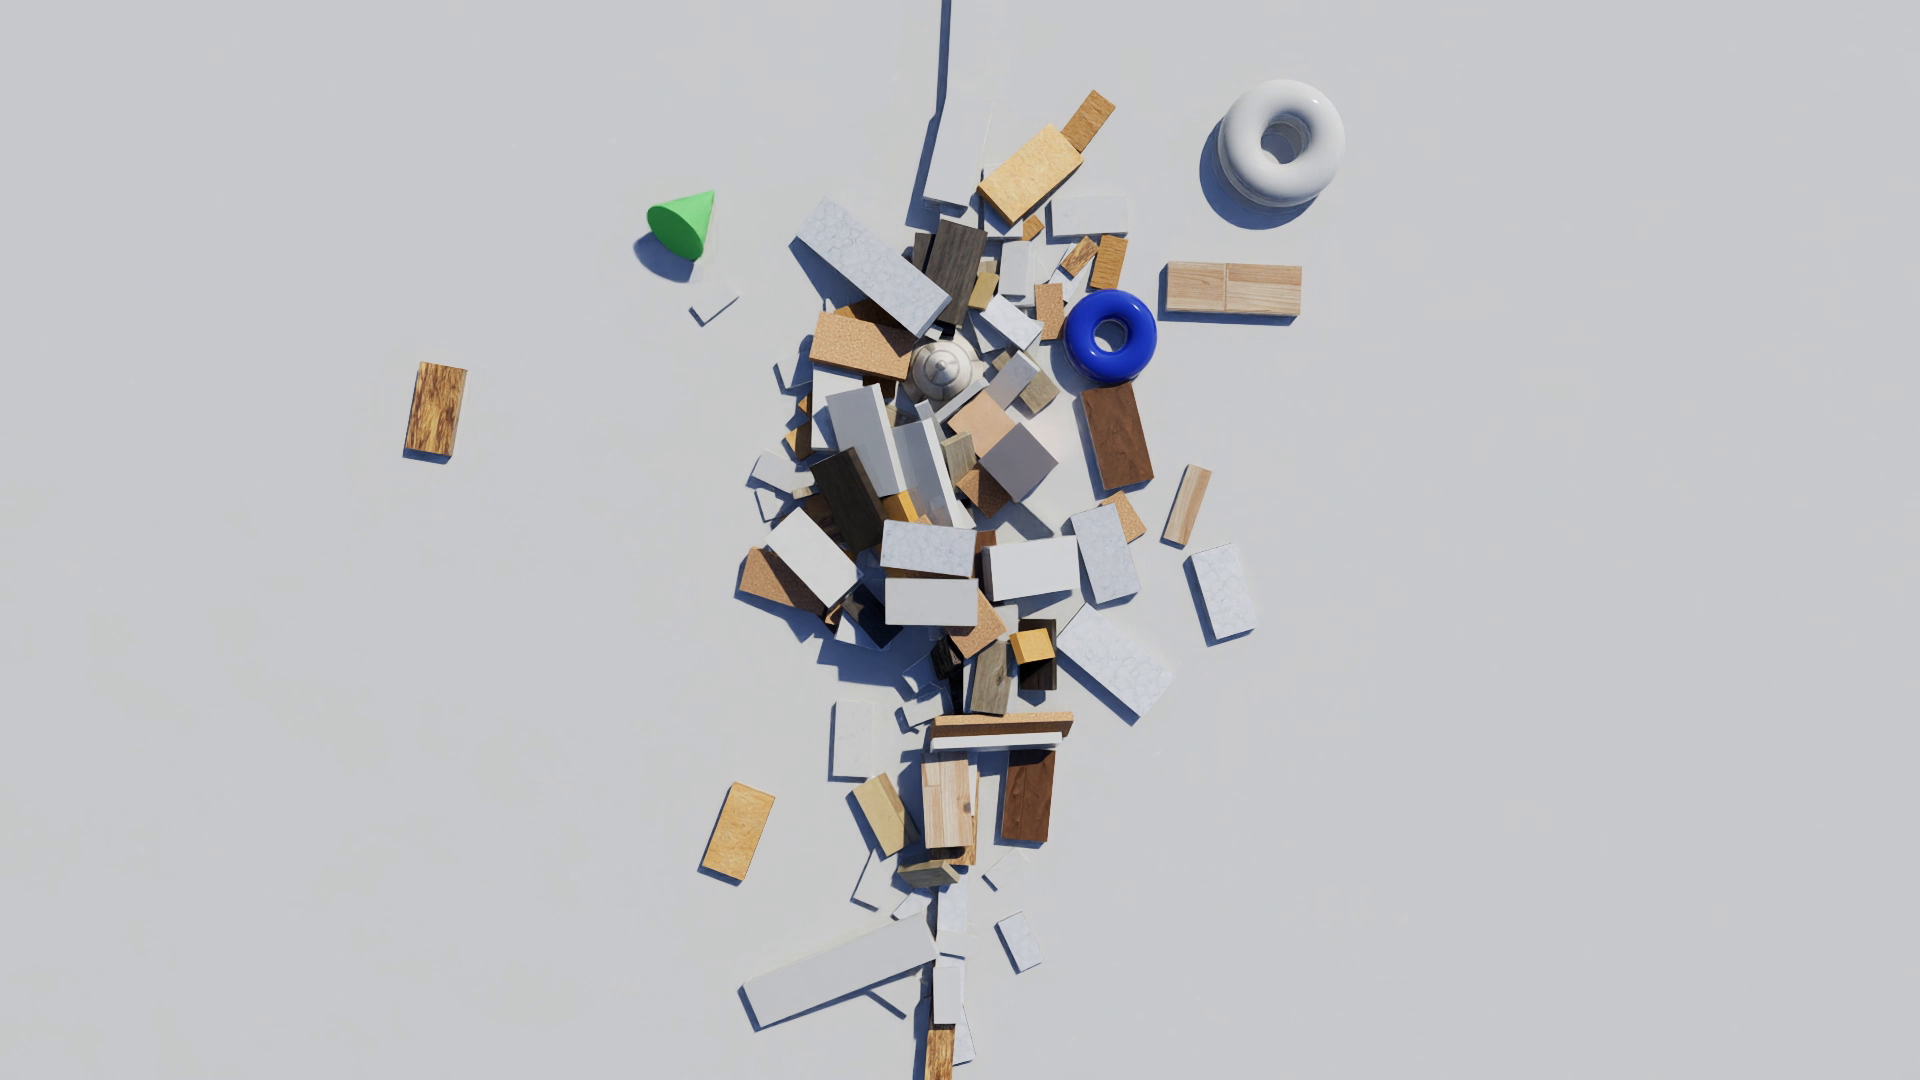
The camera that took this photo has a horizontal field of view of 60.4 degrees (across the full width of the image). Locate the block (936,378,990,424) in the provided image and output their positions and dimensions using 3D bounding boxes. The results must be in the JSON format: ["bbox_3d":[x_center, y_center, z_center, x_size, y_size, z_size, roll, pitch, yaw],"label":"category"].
[{"bbox_3d":[-0.068,-0.399,5.395,0.382,0.111,0.031,-38,90,16],"label":"block"}]

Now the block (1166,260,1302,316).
[{"bbox_3d":[0.908,-0.835,5.477,0.440,0.046,0.161,2,90,0],"label":"block"}]

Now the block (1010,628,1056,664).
[{"bbox_3d":[0.234,0.344,5.338,0.028,0.199,0.099,-23,80,30],"label":"block"}]

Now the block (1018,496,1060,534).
[{"bbox_3d":[0.263,-0.084,5.460,0.161,0.081,0.023,43,90,0],"label":"block"}]

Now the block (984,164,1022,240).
[{"bbox_3d":[0.143,-1.120,5.463,0.126,0.036,0.251,-1,81,0],"label":"block"}]

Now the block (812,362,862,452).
[{"bbox_3d":[-0.403,-0.454,5.408,0.161,0.046,0.322,2,80,-6],"label":"block"}]

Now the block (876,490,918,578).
[{"bbox_3d":[-0.181,0.031,5.351,0.176,0.050,0.353,-21,93,39],"label":"block"}]

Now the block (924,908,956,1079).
[{"bbox_3d":[-0.049,1.464,5.457,0.089,0.025,0.900,4,86,1],"label":"block"}]

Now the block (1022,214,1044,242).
[{"bbox_3d":[0.224,-1.025,5.477,0.107,0.015,0.054,-40,89,0],"label":"block"}]

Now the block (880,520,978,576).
[{"bbox_3d":[-0.099,0.025,5.207,0.291,0.041,0.145,7,97,6],"label":"block"}]

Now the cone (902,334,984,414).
[{"bbox_3d":[-0.059,-0.557,5.360,0.280,0.280,0.280,0,90,0],"label":"cone"}]

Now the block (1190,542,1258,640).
[{"bbox_3d":[0.877,0.169,5.479,0.145,0.041,0.291,-17,90,0],"label":"block"}]

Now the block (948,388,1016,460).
[{"bbox_3d":[0.071,-0.377,5.420,0.159,0.159,0.159,-43,90,0],"label":"block"}]

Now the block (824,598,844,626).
[{"bbox_3d":[-0.345,0.249,5.460,0.190,0.027,0.095,14,85,-11],"label":"block"}]

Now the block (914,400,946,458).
[{"bbox_3d":[-0.059,-0.308,5.386,0.046,0.013,0.360,-23,127,5],"label":"block"}]

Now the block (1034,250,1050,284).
[{"bbox_3d":[0.253,-0.902,5.492,0.054,0.015,0.107,-29,90,0],"label":"block"}]

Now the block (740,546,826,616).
[{"bbox_3d":[-0.570,0.135,5.449,0.291,0.041,0.145,17,102,6],"label":"block"}]

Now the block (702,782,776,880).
[{"bbox_3d":[-0.734,0.966,5.479,0.145,0.041,0.291,21,90,0],"label":"block"}]

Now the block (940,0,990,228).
[{"bbox_3d":[0.026,-1.592,5.457,0.126,0.036,1.187,3,90,0],"label":"block"}]

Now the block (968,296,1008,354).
[{"bbox_3d":[0.090,-0.719,5.462,0.091,0.026,0.182,-18,92,0],"label":"block"}]

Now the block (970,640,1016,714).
[{"bbox_3d":[0.107,0.440,5.325,0.117,0.033,0.235,8,101,-4],"label":"block"}]

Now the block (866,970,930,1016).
[{"bbox_3d":[-0.233,1.464,5.483,0.235,0.033,0.117,35,90,0],"label":"block"}]

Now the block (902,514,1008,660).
[{"bbox_3d":[-0.045,0.149,5.256,0.159,0.045,0.452,-36,90,9],"label":"block"}]

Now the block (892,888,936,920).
[{"bbox_3d":[-0.153,1.214,5.490,0.068,0.019,0.137,42,90,0],"label":"block"}]

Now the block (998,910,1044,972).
[{"bbox_3d":[0.204,1.334,5.487,0.089,0.025,0.177,-25,90,0],"label":"block"}]

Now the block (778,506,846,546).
[{"bbox_3d":[-0.422,-0.064,5.469,0.321,0.046,0.161,-24,90,3],"label":"block"}]

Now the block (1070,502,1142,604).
[{"bbox_3d":[0.484,0.043,5.465,0.152,0.043,0.304,-17,92,7],"label":"block"}]

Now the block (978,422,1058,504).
[{"bbox_3d":[0.189,-0.252,5.408,0.184,0.184,0.184,-43,90,0],"label":"block"}]

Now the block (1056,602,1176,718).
[{"bbox_3d":[0.511,0.398,5.475,0.386,0.049,0.174,40,90,0],"label":"block"}]

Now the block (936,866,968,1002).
[{"bbox_3d":[-0.026,1.249,5.445,0.095,0.027,0.539,2,86,1],"label":"block"}]

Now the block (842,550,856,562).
[{"bbox_3d":[-0.342,0.078,5.487,0.190,0.027,0.095,-6,90,0],"label":"block"}]

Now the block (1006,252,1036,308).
[{"bbox_3d":[0.201,-0.863,5.462,0.090,0.026,0.181,-1,82,15],"label":"block"}]

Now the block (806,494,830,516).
[{"bbox_3d":[-0.443,-0.126,5.438,0.122,0.017,0.061,-20,90,3],"label":"block"}]

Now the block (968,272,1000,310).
[{"bbox_3d":[0.077,-0.819,5.431,0.064,0.018,0.128,14,73,28],"label":"block"}]

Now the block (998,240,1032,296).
[{"bbox_3d":[0.181,-0.896,5.445,0.091,0.026,0.182,4,83,15],"label":"block"}]

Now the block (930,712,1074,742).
[{"bbox_3d":[0.137,0.612,5.400,0.458,0.117,0.033,-1,56,-11],"label":"block"}]

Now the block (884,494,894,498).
[{"bbox_3d":[-0.234,-0.176,5.442,0.061,0.122,0.017,-26,61,0],"label":"block"}]

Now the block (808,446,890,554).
[{"bbox_3d":[-0.345,-0.126,5.318,0.159,0.045,0.318,-22,98,30],"label":"block"}]

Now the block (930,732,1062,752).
[{"bbox_3d":[0.116,0.663,5.384,0.418,0.123,0.035,-2,75,-7],"label":"block"}]

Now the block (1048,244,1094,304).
[{"bbox_3d":[0.365,-0.888,5.487,0.089,0.025,0.178,30,90,0],"label":"block"}]

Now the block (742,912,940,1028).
[{"bbox_3d":[-0.392,1.414,5.431,0.647,0.043,0.152,-23,90,9],"label":"block"}]

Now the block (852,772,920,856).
[{"bbox_3d":[-0.245,0.908,5.468,0.123,0.035,0.247,-28,86,-5],"label":"block"}]

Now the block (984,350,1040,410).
[{"bbox_3d":[0.168,-0.525,5.432,0.095,0.027,0.190,41,120,-3],"label":"block"}]

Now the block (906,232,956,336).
[{"bbox_3d":[-0.084,-0.842,5.438,0.161,0.046,0.322,5,88,-5],"label":"block"}]

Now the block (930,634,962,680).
[{"bbox_3d":[-0.047,0.382,5.368,0.028,0.199,0.099,-12,74,-20],"label":"block"}]

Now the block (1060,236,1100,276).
[{"bbox_3d":[0.398,-0.939,5.466,0.064,0.018,0.128,42,90,0],"label":"block"}]

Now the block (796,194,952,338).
[{"bbox_3d":[-0.285,-0.896,5.393,0.559,0.048,0.168,41,95,16],"label":"block"}]

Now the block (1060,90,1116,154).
[{"bbox_3d":[0.422,-1.392,5.487,0.095,0.027,0.190,37,90,0],"label":"block"}]

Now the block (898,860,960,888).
[{"bbox_3d":[-0.103,1.097,5.411,0.191,0.027,0.095,-15,129,36],"label":"block"}]

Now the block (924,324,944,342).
[{"bbox_3d":[-0.106,-0.692,5.402,0.092,0.013,0.046,27,86,-4],"label":"block"}]

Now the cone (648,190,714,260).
[{"bbox_3d":[-0.875,-1.086,5.450,0.224,0.224,0.224,36,63,0],"label":"cone"}]

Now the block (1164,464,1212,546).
[{"bbox_3d":[0.758,-0.118,5.489,0.081,0.023,0.261,19,90,0],"label":"block"}]

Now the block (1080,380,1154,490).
[{"bbox_3d":[0.522,-0.348,5.476,0.168,0.048,0.336,-14,90,0],"label":"block"}]

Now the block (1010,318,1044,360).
[{"bbox_3d":[0.215,-0.644,5.468,0.090,0.026,0.181,13,102,0],"label":"block"}]

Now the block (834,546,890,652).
[{"bbox_3d":[-0.284,0.180,5.435,0.174,0.049,0.348,15,85,-10],"label":"block"}]

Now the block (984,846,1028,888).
[{"bbox_3d":[0.155,1.091,5.490,0.137,0.019,0.068,-42,90,0],"label":"block"}]
